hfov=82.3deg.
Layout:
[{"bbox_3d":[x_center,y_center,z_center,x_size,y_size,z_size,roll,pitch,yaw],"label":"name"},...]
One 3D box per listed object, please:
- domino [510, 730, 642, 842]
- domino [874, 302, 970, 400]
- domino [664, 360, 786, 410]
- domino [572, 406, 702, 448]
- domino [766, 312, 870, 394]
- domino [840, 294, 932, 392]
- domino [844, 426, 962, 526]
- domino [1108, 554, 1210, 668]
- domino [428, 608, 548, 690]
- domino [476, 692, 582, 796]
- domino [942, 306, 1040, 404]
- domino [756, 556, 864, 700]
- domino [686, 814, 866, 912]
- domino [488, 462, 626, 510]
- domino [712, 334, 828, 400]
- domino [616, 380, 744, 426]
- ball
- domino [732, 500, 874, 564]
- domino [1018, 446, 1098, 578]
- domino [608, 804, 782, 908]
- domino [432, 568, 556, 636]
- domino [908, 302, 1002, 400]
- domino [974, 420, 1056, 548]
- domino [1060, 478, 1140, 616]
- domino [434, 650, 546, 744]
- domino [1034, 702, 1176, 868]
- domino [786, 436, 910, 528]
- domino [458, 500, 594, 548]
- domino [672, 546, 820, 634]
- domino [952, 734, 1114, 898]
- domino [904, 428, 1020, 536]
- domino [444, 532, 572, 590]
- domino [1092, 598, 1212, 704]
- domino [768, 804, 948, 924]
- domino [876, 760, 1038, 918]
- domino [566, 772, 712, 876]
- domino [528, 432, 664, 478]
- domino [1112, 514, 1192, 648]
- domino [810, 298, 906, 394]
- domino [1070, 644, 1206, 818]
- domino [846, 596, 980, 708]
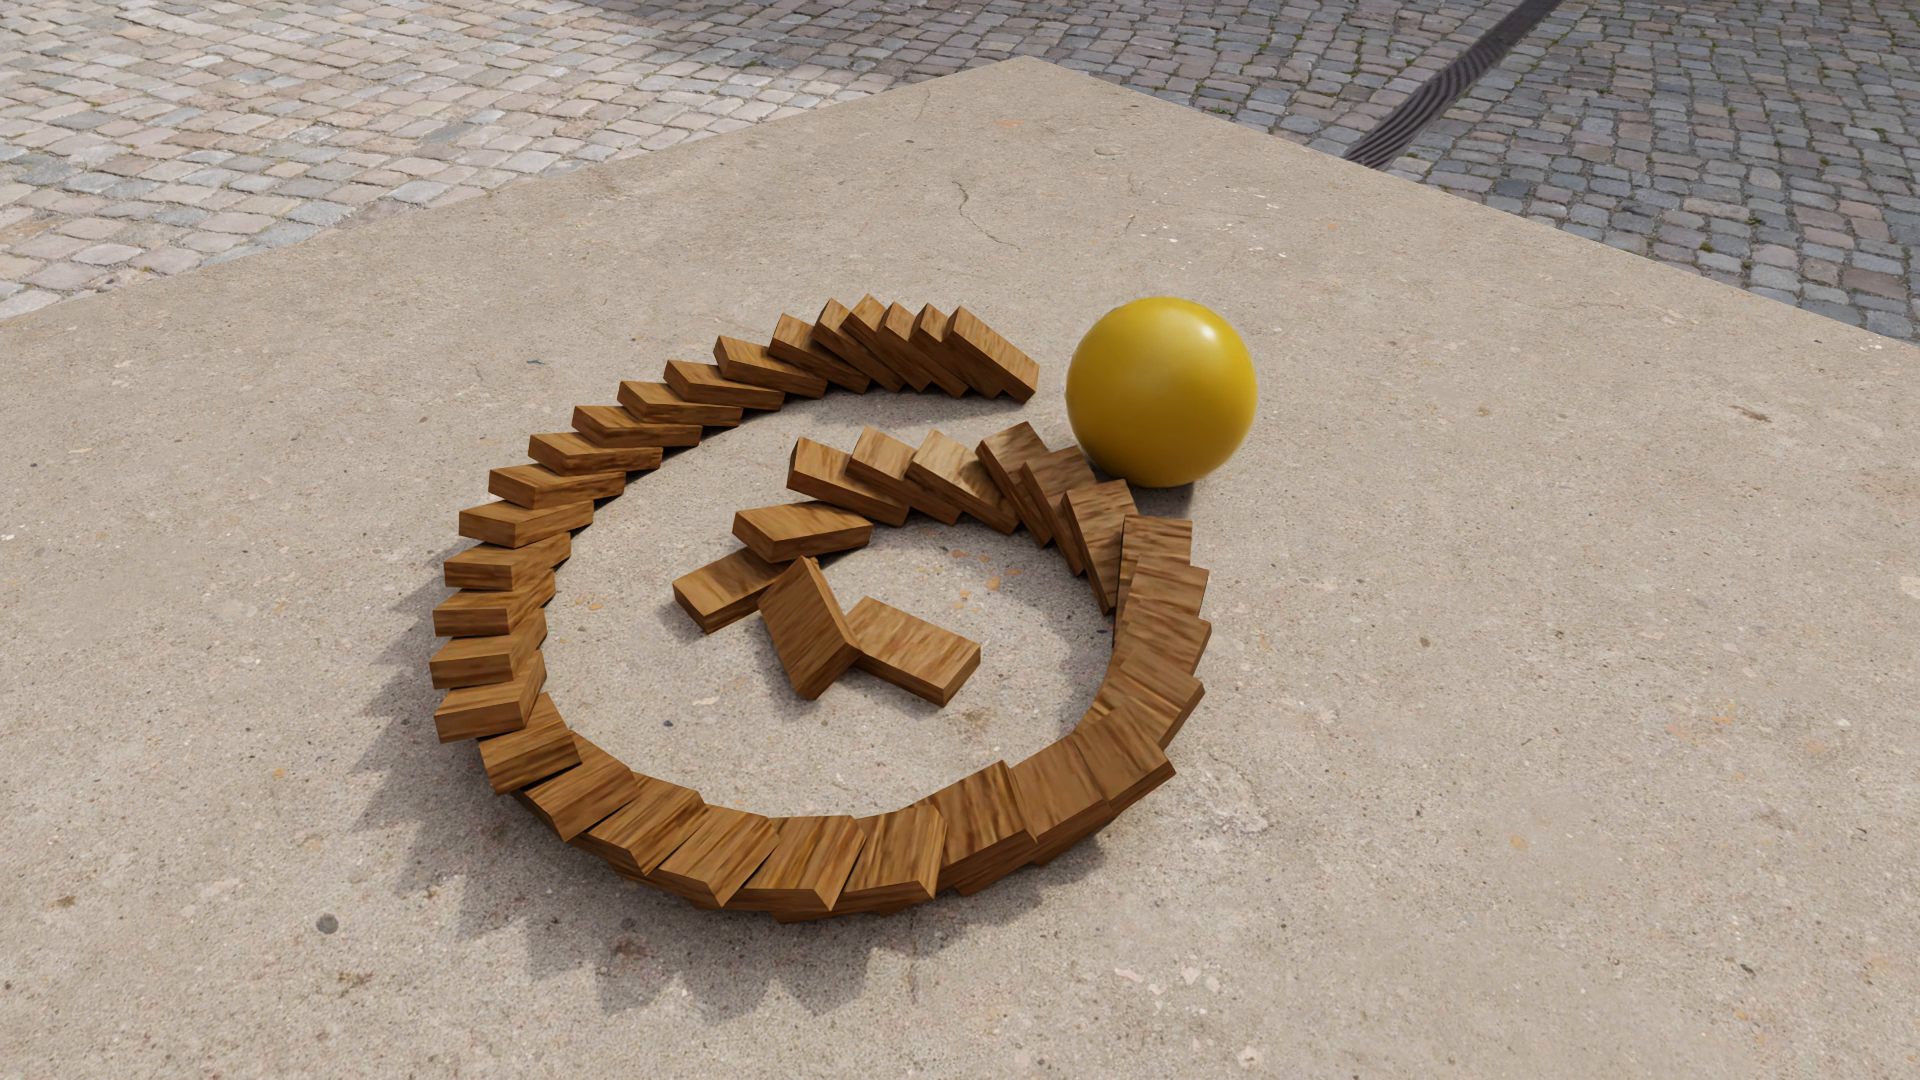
[{"bbox_3d":[-0.120,0.074,0.337,0.025,0.009,0.050,-31,23,-32],"label":"domino"},{"bbox_3d":[-0.016,-0.092,0.533,0.050,0.010,0.025,34,36,-18],"label":"domino"},{"bbox_3d":[-0.110,-0.072,0.516,0.050,0.010,0.025,0,31,-41],"label":"domino"},{"bbox_3d":[-0.143,-0.051,0.489,0.025,0.010,0.050,31,23,32],"label":"domino"},{"bbox_3d":[-0.067,-0.091,0.538,0.050,0.010,0.025,22,37,-14],"label":"domino"},{"bbox_3d":[-0.032,-0.096,0.537,0.050,0.009,0.025,40,35,-10],"label":"domino"},{"bbox_3d":[-0.021,-0.027,0.460,0.050,0.010,0.025,25,38,-8],"label":"domino"},{"bbox_3d":[0.069,0.032,0.387,0.025,0.010,0.050,14,68,15],"label":"domino"},{"bbox_3d":[-0.163,0.037,0.382,0.025,0.010,0.050,-6,15,-7],"label":"domino"},{"bbox_3d":[-0.138,0.064,0.349,0.025,0.009,0.050,-22,18,-24],"label":"domino"},{"bbox_3d":[0.015,-0.089,0.530,0.050,0.010,0.025,34,36,-18],"label":"domino"},{"bbox_3d":[-0.055,0.031,0.395,0.025,0.010,0.050,-45,44,10],"label":"domino"},{"bbox_3d":[-0.054,0.092,0.314,0.050,0.010,0.025,-10,32,30],"label":"domino"},{"bbox_3d":[-0.166,-0.024,0.456,0.025,0.009,0.050,19,18,22],"label":"domino"},{"bbox_3d":[-0.091,-0.083,0.528,0.050,0.009,0.025,9,32,-32],"label":"domino"},{"bbox_3d":[-0.128,-0.062,0.504,0.050,0.009,0.025,-4,32,-46],"label":"domino"},{"bbox_3d":[0.084,-0.062,0.464,0.080,0.080,0.080,0,39,0],"label":"ball"},{"bbox_3d":[-0.062,-0.004,0.435,0.025,0.010,0.050,34,29,34],"label":"domino"},{"bbox_3d":[0.047,-0.012,0.440,0.025,0.009,0.050,-19,70,-25],"label":"domino"},{"bbox_3d":[-0.078,0.089,0.319,0.050,0.009,0.025,-2,31,40],"label":"domino"},{"bbox_3d":[-0.168,0.022,0.400,0.025,0.010,0.050,-1,14,-2],"label":"domino"},{"bbox_3d":[0.000,-0.091,0.532,0.050,0.010,0.025,34,36,-18],"label":"domino"},{"bbox_3d":[0.031,-0.023,0.453,0.025,0.009,0.050,-25,74,-32],"label":"domino"},{"bbox_3d":[0.059,0.002,0.424,0.025,0.010,0.050,-12,68,-15],"label":"domino"},{"bbox_3d":[-0.155,0.051,0.365,0.025,0.010,0.050,-9,15,-11],"label":"domino"},{"bbox_3d":[0.038,0.074,0.336,0.050,0.009,0.025,-35,45,0],"label":"domino"},{"bbox_3d":[-0.046,-0.024,0.456,0.050,0.010,0.025,19,35,-17],"label":"domino"},{"bbox_3d":[-0.172,-0.009,0.438,0.025,0.009,0.050,11,15,14],"label":"domino"},{"bbox_3d":[-0.082,0.016,0.424,0.050,0.010,0.025,-27,47,-29],"label":"domino"},{"bbox_3d":[0.017,0.082,0.327,0.050,0.009,0.025,-31,43,3],"label":"domino"},{"bbox_3d":[0.004,-0.024,0.457,0.050,0.010,0.025,30,43,-3],"label":"domino"},{"bbox_3d":[-0.171,0.007,0.419,0.025,0.010,0.050,3,14,4],"label":"domino"},{"bbox_3d":[0.063,0.047,0.369,0.025,0.009,0.050,20,70,23],"label":"domino"},{"bbox_3d":[-0.030,0.093,0.314,0.050,0.010,0.025,-16,34,22],"label":"domino"},{"bbox_3d":[-0.005,0.087,0.321,0.050,0.010,0.025,-27,40,7],"label":"domino"},{"bbox_3d":[-0.099,0.082,0.327,0.050,0.010,0.025,1,31,44],"label":"domino"},{"bbox_3d":[-0.156,-0.038,0.474,0.025,0.010,0.050,26,21,28],"label":"domino"},{"bbox_3d":[0.071,0.016,0.405,0.025,0.009,0.050,7,68,5],"label":"domino"},{"bbox_3d":[-0.047,-0.095,0.537,0.050,0.010,0.025,33,37,-17],"label":"domino"},{"bbox_3d":[0.053,0.061,0.352,0.025,0.009,0.050,31,75,32],"label":"domino"},{"bbox_3d":[-0.020,0.039,0.395,0.050,0.010,0.025,21,44,24],"label":"domino"}]
